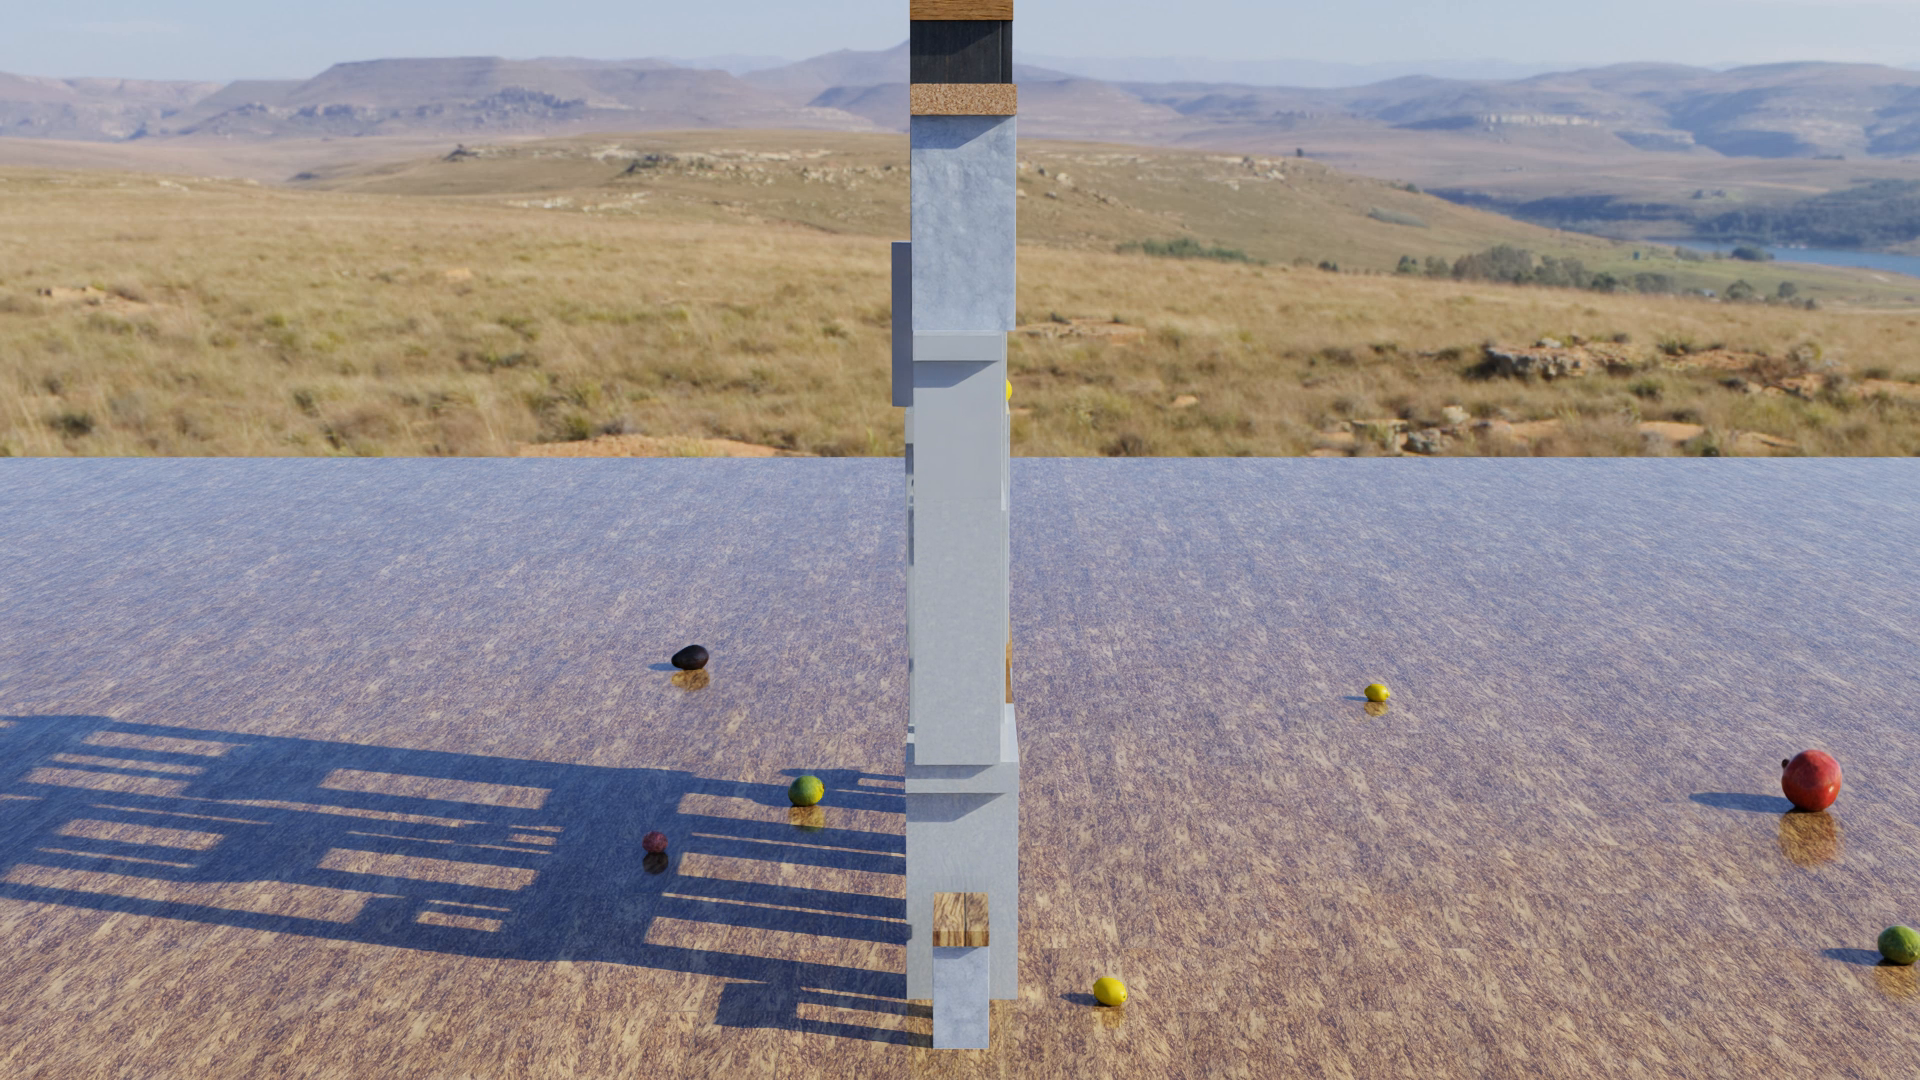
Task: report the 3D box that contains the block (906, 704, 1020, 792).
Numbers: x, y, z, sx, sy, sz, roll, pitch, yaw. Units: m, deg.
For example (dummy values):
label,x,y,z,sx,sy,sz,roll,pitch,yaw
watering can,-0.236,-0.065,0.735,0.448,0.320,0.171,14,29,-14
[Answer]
label,x,y,z,sx,sy,sz,roll,pitch,yaw
block,0.003,0.308,3.287,0.162,0.046,0.324,0,11,0

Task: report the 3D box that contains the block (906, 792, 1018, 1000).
label,x,y,z,sx,sy,sz,roll,pitch,yaw
block,0.003,0.510,3.215,0.162,0.324,0.046,0,11,0

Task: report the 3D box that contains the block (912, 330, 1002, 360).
label,x,y,z,sx,sy,sz,roll,pitch,yaw
block,-0.003,-0.282,3.097,0.122,0.034,0.243,0,11,0

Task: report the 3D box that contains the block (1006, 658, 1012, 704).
label,x,y,z,sx,sy,sz,roll,pitch,yaw
block,0.004,0.254,3.609,0.159,0.045,0.319,0,11,0

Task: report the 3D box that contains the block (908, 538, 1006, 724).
label,x,y,z,sx,sy,sz,roll,pitch,yaw
block,-0.004,0.131,3.319,0.145,0.291,0.041,0,11,0

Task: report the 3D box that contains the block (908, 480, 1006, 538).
label,x,y,z,sx,sy,sz,roll,pitch,yaw
block,-0.004,-0.050,3.384,0.145,0.041,0.291,0,11,0

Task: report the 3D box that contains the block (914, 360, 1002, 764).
label,x,y,z,sx,sy,sz,roll,pitch,yaw
block,-0.003,0.032,3.073,0.121,0.575,0.034,0,11,0

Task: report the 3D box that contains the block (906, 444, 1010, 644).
label,x,y,z,sx,sy,sz,roll,pitch,yaw
block,-0.004,0.000,3.726,0.174,0.347,0.049,0,11,0

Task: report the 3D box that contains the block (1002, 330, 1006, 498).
label,x,y,z,sx,sy,sz,roll,pitch,yaw
block,0.005,-0.183,3.550,0.138,0.574,0.039,0,11,-1

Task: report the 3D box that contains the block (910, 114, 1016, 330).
label,x,y,z,sx,sy,sz,roll,pitch,yaw
block,0.005,-0.437,3.032,0.143,0.293,0.041,0,11,0

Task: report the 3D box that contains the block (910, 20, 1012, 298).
label,x,y,z,sx,sy,sz,roll,pitch,yaw
block,0.002,-0.562,3.308,0.152,0.425,0.043,0,11,0

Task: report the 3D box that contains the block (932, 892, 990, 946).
label,x,y,z,sx,sy,sz,roll,pitch,yaw
block,0.001,0.531,3.080,0.077,0.022,0.155,0,11,0

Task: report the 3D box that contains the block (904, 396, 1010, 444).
label,x,y,z,sx,sy,sz,roll,pitch,yaw
block,-0.004,-0.216,3.804,0.174,0.049,0.347,0,11,0

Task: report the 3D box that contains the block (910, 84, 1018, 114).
label,x,y,z,sx,sy,sz,roll,pitch,yaw
block,0.004,-0.619,3.096,0.143,0.041,0.286,0,11,0

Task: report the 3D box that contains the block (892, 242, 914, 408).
label,x,y,z,sx,sy,sz,roll,pitch,yaw
block,-0.043,-0.362,3.700,0.138,0.276,0.039,3,11,15

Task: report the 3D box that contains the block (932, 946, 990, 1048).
label,x,y,z,sx,sy,sz,roll,pitch,yaw
block,0.001,0.627,3.045,0.077,0.155,0.022,0,11,0

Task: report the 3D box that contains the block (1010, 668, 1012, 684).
label,x,y,z,sx,sy,sz,roll,pitch,yaw
block,0.003,0.379,3.858,0.173,0.346,0.049,0,11,0

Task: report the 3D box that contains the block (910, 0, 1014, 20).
label,x,y,z,sx,sy,sz,roll,pitch,yaw
block,0.002,-0.810,3.364,0.152,0.043,0.303,0,11,0

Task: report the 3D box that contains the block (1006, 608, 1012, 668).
label,x,y,z,sx,sy,sz,roll,pitch,yaw
block,0.003,0.163,3.935,0.173,0.049,0.347,0,11,0
